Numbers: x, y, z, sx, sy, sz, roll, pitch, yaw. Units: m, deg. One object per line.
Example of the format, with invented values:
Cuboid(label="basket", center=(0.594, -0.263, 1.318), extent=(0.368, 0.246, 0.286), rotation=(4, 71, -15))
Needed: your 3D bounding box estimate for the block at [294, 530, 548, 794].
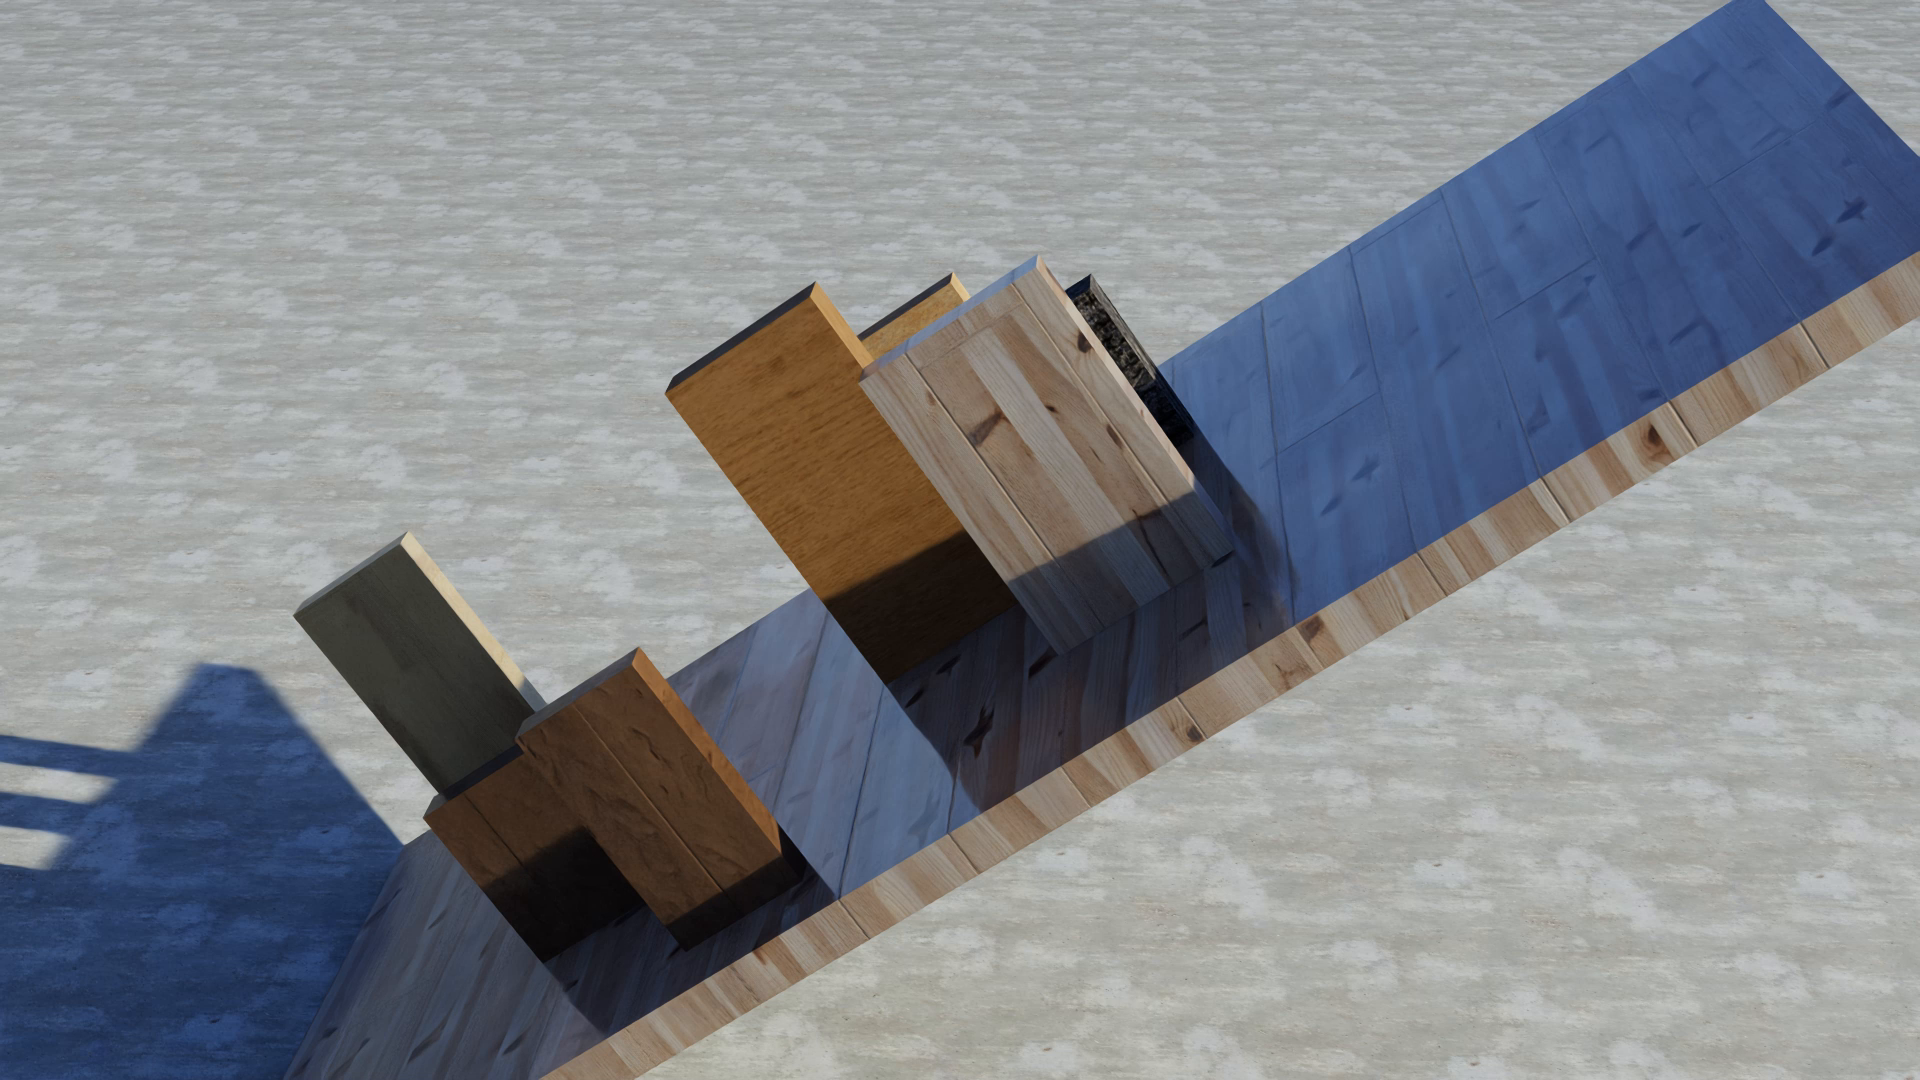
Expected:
Cuboid(label="block", center=(-1.206, 0.376, 6.981), extent=(0.328, 0.768, 0.084), rotation=(-32, 16, 15))

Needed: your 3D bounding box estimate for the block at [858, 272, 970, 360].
Cuboid(label="block", center=(-0.002, -0.343, 6.997), extent=(0.306, 0.498, 0.091), rotation=(-32, 16, 15))

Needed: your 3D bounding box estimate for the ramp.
Cuboid(label="ramp", center=(0.136, 0.174, 6.305), extent=(4.000, 0.100, 2.000), rotation=(-32, 16, 15))

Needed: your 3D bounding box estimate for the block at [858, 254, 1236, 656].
Cuboid(label="block", center=(0.173, -0.158, 5.715), extent=(0.414, 0.683, 0.094), rotation=(-32, 16, 15))

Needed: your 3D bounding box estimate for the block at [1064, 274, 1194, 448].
Cuboid(label="block", center=(0.277, -0.328, 6.510), extent=(0.306, 0.409, 0.115), rotation=(-32, 16, 15))

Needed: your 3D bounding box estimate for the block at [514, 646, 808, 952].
Cuboid(label="block", center=(-0.571, 0.502, 5.651), extent=(0.283, 0.544, 0.086), rotation=(-32, 16, 15))

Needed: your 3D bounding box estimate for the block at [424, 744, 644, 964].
Cuboid(label="block", center=(-0.853, 0.628, 6.149), extent=(0.344, 0.409, 0.100), rotation=(-32, 16, 15))

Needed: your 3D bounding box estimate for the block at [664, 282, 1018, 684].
Cuboid(label="block", center=(-0.231, -0.114, 6.246), extent=(0.378, 0.797, 0.115), rotation=(-32, 16, 15))
